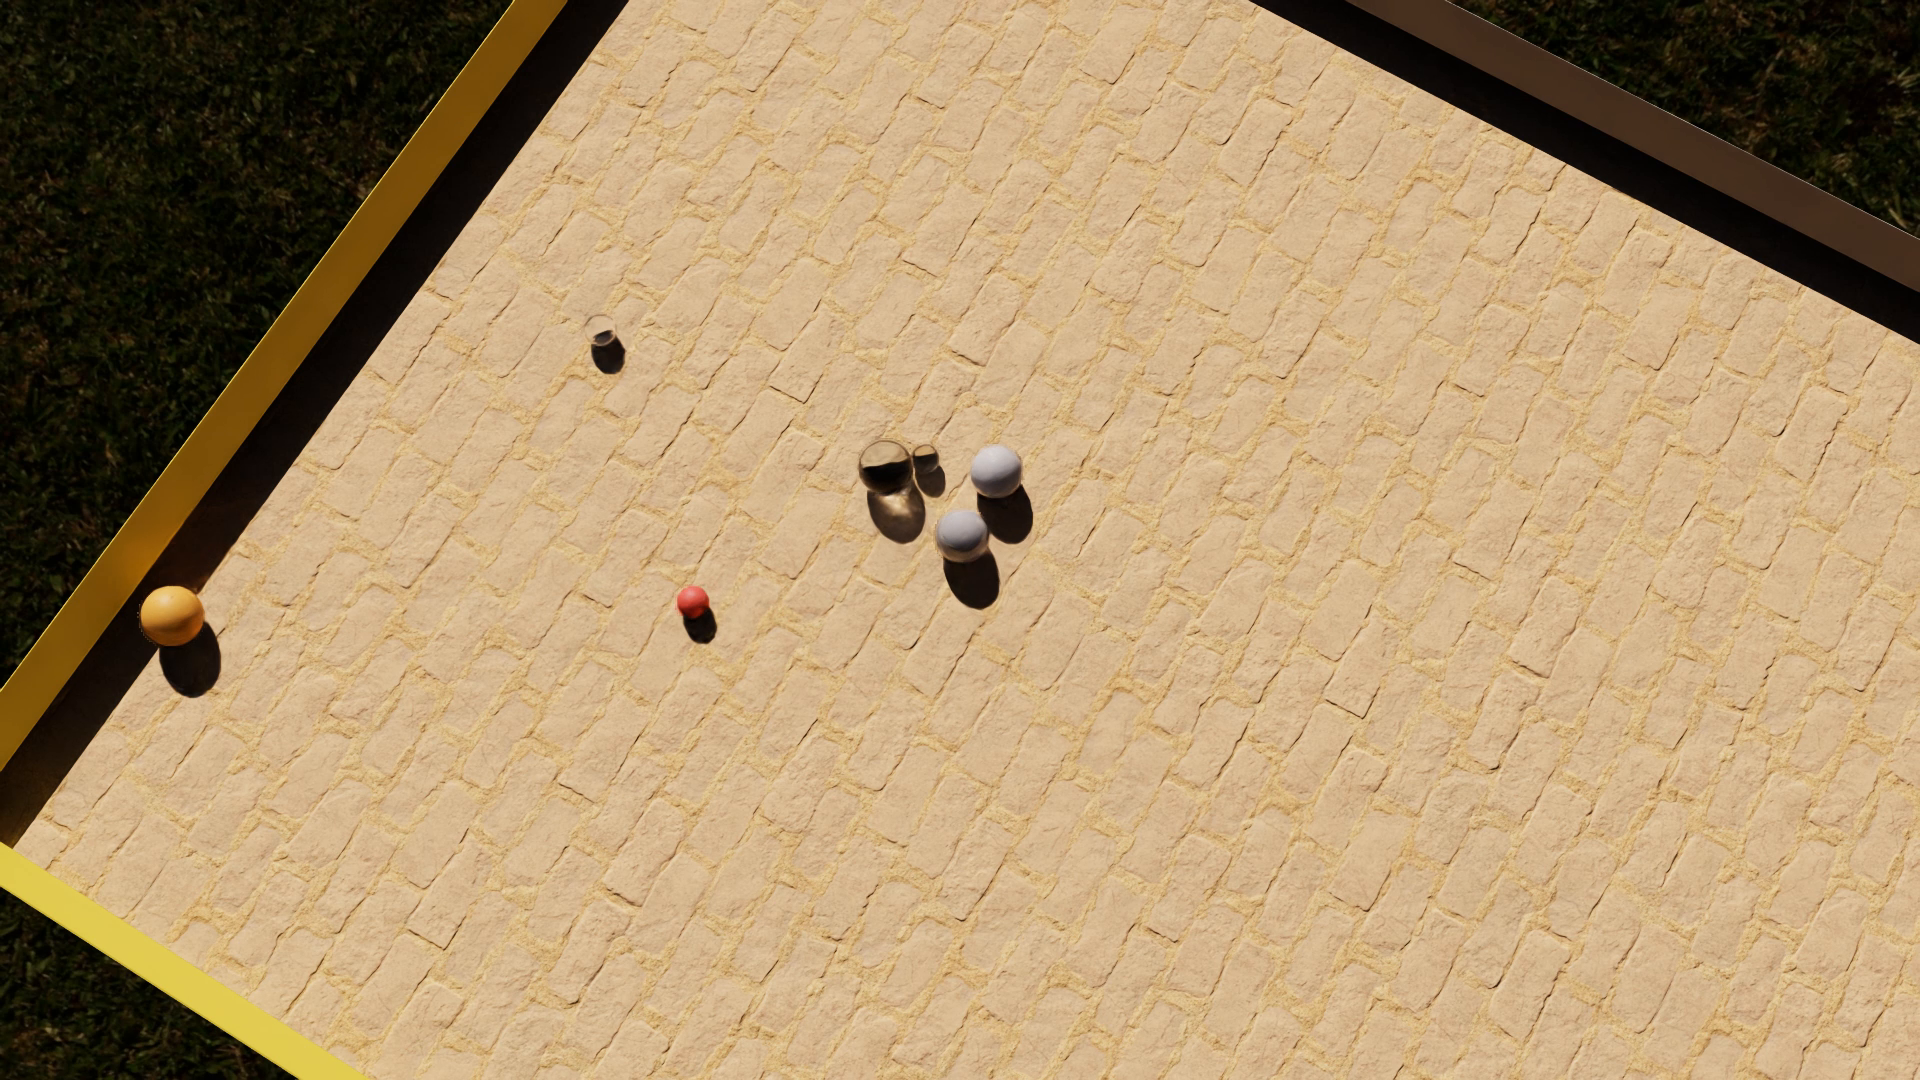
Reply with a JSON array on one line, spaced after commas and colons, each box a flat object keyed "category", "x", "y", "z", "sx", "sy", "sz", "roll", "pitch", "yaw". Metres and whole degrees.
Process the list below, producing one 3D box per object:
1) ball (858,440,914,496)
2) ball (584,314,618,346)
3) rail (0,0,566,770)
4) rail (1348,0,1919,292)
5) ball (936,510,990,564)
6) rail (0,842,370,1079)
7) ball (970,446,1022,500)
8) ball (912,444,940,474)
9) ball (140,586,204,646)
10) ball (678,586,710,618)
[{"category": "ball", "x": -0.115, "y": -0.113, "z": 3.414, "sx": 0.087, "sy": 0.087, "sz": 0.087, "roll": 0, "pitch": 73, "yaw": 0}, {"category": "ball", "x": -0.573, "y": -0.334, "z": 3.502, "sx": 0.053, "sy": 0.053, "sz": 0.053, "roll": 0, "pitch": 73, "yaw": 0}, {"category": "rail", "x": -0.907, "y": -0.524, "z": 3.524, "sx": 0.045, "sy": 0.120, "sz": 2.342, "roll": 30, "pitch": 75, "yaw": 9}, {"category": "rail", "x": 1.514, "y": -0.422, "z": 3.493, "sx": 4.317, "sy": 0.120, "sz": 0.045, "roll": 30, "pitch": 75, "yaw": 9}, {"category": "ball", "x": 0.004, "y": -0.005, "z": 3.383, "sx": 0.083, "sy": 0.083, "sz": 0.083, "roll": 0, "pitch": 73, "yaw": 0}, {"category": "rail", "x": 0.341, "y": 1.460, "z": 2.905, "sx": 4.317, "sy": 0.120, "sz": 0.045, "roll": 30, "pitch": 75, "yaw": 9}, {"category": "ball", "x": 0.056, "y": -0.105, "z": 3.414, "sx": 0.082, "sy": 0.082, "sz": 0.082, "roll": 0, "pitch": 73, "yaw": 0}, {"category": "ball", "x": -0.054, "y": -0.127, "z": 3.440, "sx": 0.046, "sy": 0.046, "sz": 0.046, "roll": 0, "pitch": 73, "yaw": 0}, {"category": "ball", "x": -1.196, "y": 0.115, "z": 3.340, "sx": 0.093, "sy": 0.093, "sz": 0.093, "roll": 0, "pitch": 73, "yaw": 0}, {"category": "ball", "x": -0.409, "y": 0.095, "z": 3.369, "sx": 0.049, "sy": 0.049, "sz": 0.049, "roll": 0, "pitch": 73, "yaw": 0}]
